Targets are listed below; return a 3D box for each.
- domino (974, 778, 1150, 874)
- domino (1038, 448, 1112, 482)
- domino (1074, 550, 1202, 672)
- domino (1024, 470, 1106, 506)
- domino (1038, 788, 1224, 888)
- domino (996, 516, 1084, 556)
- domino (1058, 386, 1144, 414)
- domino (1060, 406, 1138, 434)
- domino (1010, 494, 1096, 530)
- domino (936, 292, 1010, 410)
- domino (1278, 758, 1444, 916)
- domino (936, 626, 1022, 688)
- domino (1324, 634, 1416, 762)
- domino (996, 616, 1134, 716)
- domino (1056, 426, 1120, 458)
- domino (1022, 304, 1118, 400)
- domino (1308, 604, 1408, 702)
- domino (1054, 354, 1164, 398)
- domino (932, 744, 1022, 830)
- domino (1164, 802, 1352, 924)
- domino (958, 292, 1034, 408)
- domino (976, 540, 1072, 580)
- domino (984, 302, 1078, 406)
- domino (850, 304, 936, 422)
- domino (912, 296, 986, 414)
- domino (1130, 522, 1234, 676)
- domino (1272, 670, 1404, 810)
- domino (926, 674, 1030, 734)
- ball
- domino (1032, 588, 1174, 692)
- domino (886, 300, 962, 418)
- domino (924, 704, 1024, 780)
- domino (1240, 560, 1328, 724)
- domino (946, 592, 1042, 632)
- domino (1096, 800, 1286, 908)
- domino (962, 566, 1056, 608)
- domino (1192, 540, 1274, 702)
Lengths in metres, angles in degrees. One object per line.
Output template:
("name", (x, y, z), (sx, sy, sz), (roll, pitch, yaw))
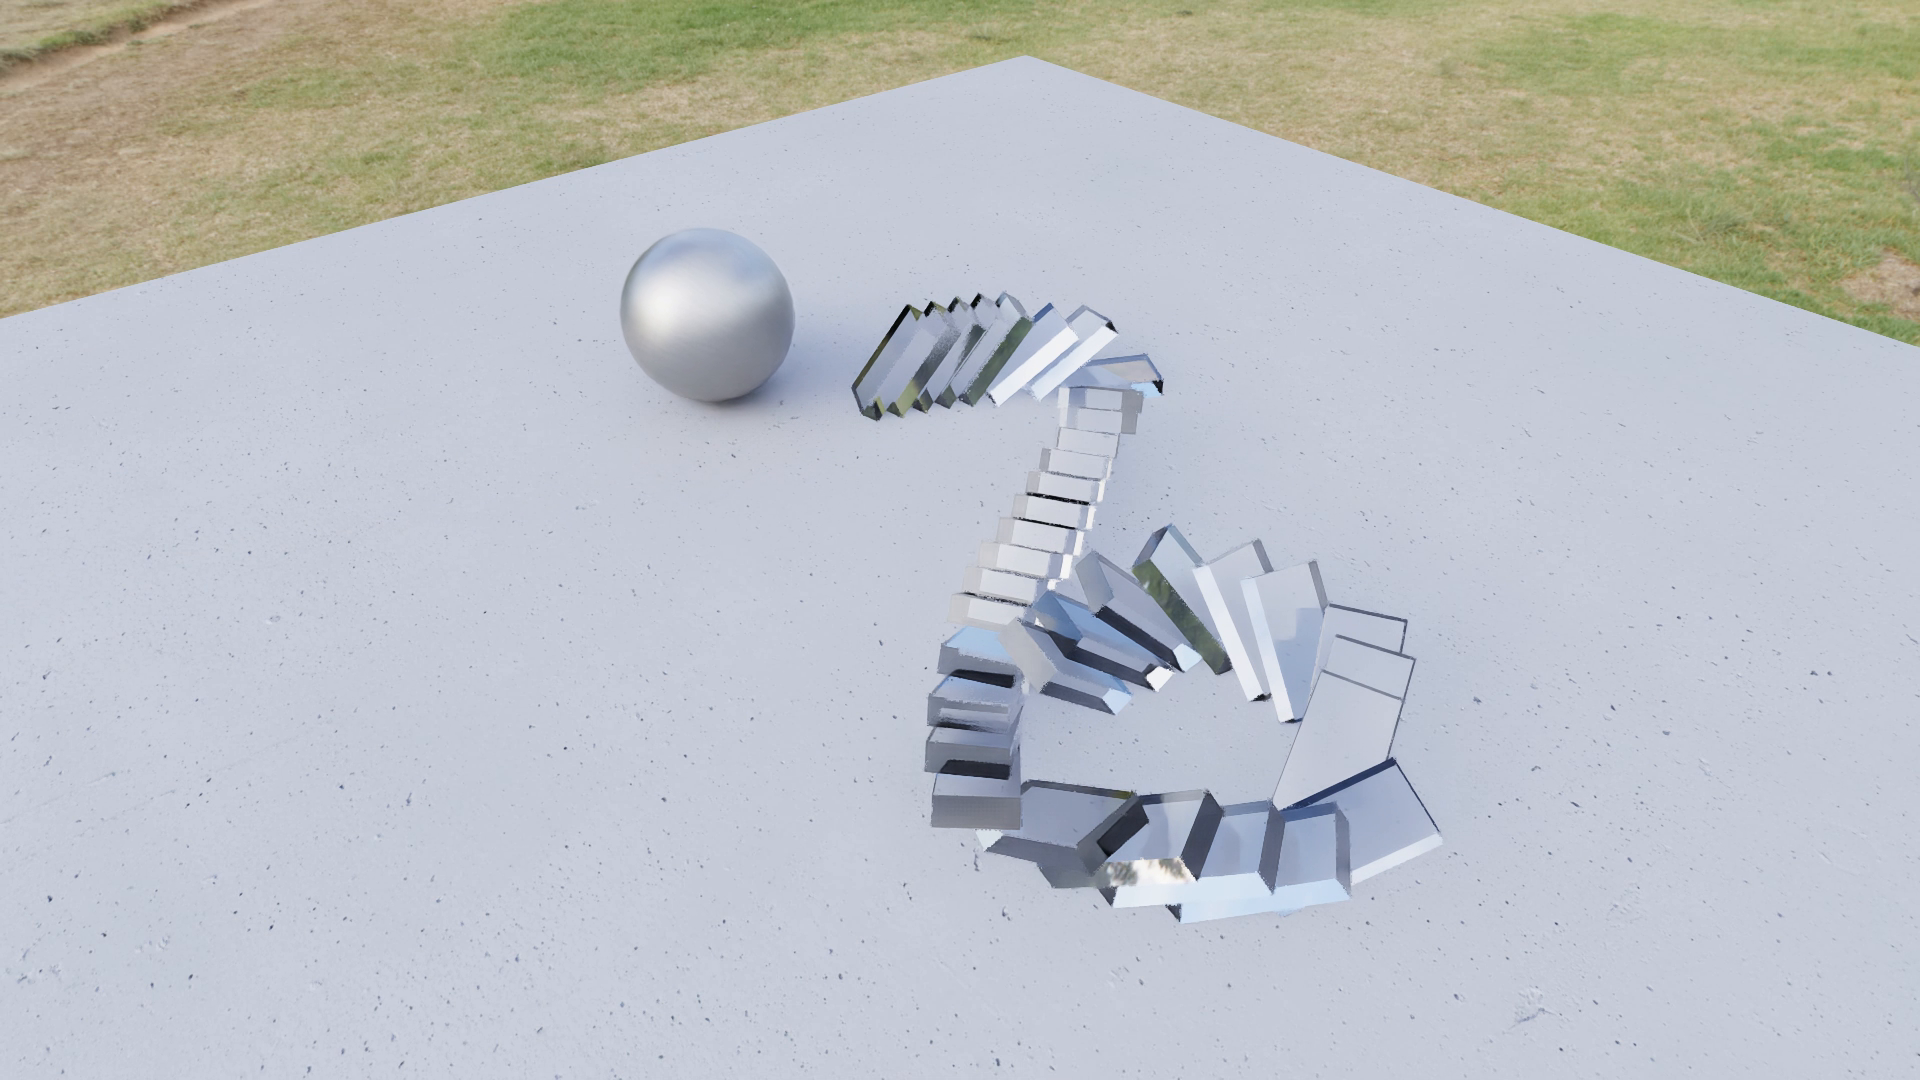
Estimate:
("domino", (0.028, 0.082, 0.320), (0.025, 0.009, 0.050), (-31, 11, -32))
("domino", (0.049, -0.032, 0.461), (0.025, 0.010, 0.050), (10, 6, 11))
("domino", (0.063, 0.025, 0.387), (0.050, 0.009, 0.025), (33, 25, -33))
("domino", (0.044, -0.022, 0.449), (0.025, 0.009, 0.050), (11, 6, 13))
("domino", (0.048, 0.086, 0.316), (0.050, 0.009, 0.025), (-19, 24, 42))
("domino", (0.031, -0.001, 0.421), (0.025, 0.010, 0.050), (11, 1, 13))
("domino", (0.063, -0.064, 0.498), (0.025, 0.009, 0.050), (4, 6, -10))
("domino", (0.060, -0.053, 0.486), (0.025, 0.009, 0.050), (5, 6, -4))
("domino", (0.038, -0.011, 0.435), (0.025, 0.009, 0.050), (11, 4, 13))
("domino", (0.002, -0.090, 0.524), (0.010, 0.050, 0.025), (22, 28, -33))
("domino", (0.110, 0.086, 0.319), (0.050, 0.010, 0.025), (-28, 46, 9))
("domino", (0.011, 0.038, 0.377), (0.025, 0.009, 0.050), (10, 9, 12))
("domino", (0.125, 0.058, 0.350), (0.025, 0.010, 0.050), (17, 79, 17))
("domino", (0.036, 0.042, 0.365), (0.050, 0.010, 0.025), (24, 22, -50))
("domino", (0.055, -0.042, 0.473), (0.025, 0.010, 0.050), (9, 6, 6))
("domino", (0.049, -0.092, 0.535), (0.050, 0.010, 0.025), (-40, 39, -2))
("domino", (0.129, 0.048, 0.362), (0.025, 0.010, 0.050), (12, 78, 14))
("domino", (0.071, -0.078, 0.539), (0.050, 0.010, 0.025), (-8, 40, -10))
("domino", (0.006, 0.074, 0.333), (0.025, 0.009, 0.050), (1, 7, 3))
("domino", (0.084, 0.091, 0.310), (0.050, 0.010, 0.025), (-21, 30, 31))
("domino", (0.013, -0.091, 0.526), (0.009, 0.050, 0.025), (22, 28, -33))
("domino", (0.025, 0.008, 0.408), (0.025, 0.010, 0.050), (11, 1, 15))
("domino", (0.031, -0.089, 0.529), (0.050, 0.010, 0.025), (-39, 40, 14))
("domino", (-0.032, -0.083, 0.516), (0.009, 0.050, 0.025), (22, 28, -33))
("domino", (-0.009, -0.087, 0.521), (0.009, 0.050, 0.025), (22, 28, -33))
("domino", (0.084, 0.021, 0.392), (0.050, 0.009, 0.025), (50, 42, -8))
("domino", (0.115, 0.068, 0.338), (0.025, 0.009, 0.050), (20, 81, 23))
("domino", (0.007, 0.051, 0.361), (0.025, 0.010, 0.050), (4, 7, 11))
("ball", (-0.118, -0.105, 0.516), (0.080, 0.080, 0.080), (0, 39, 0))
("domino", (0.049, 0.035, 0.377), (0.050, 0.009, 0.025), (24, 22, -40))
("domino", (-0.020, -0.085, 0.518), (0.009, 0.050, 0.025), (22, 28, -33))
("domino", (0.006, 0.062, 0.347), (0.025, 0.010, 0.050), (4, 7, 8))
("domino", (0.115, 0.035, 0.375), (0.025, 0.050, 0.009), (-14, -4, -17))
("domino", (0.014, 0.025, 0.389), (0.025, 0.009, 0.050), (11, 1, 13))
("domino", (0.065, 0.090, 0.313), (0.050, 0.009, 0.025), (-19, 27, 35))
("domino", (0.019, 0.016, 0.400), (0.025, 0.010, 0.050), (11, 1, 13))
("domino", (0.103, 0.028, 0.383), (0.025, 0.050, 0.010), (-24, 1, -26))
